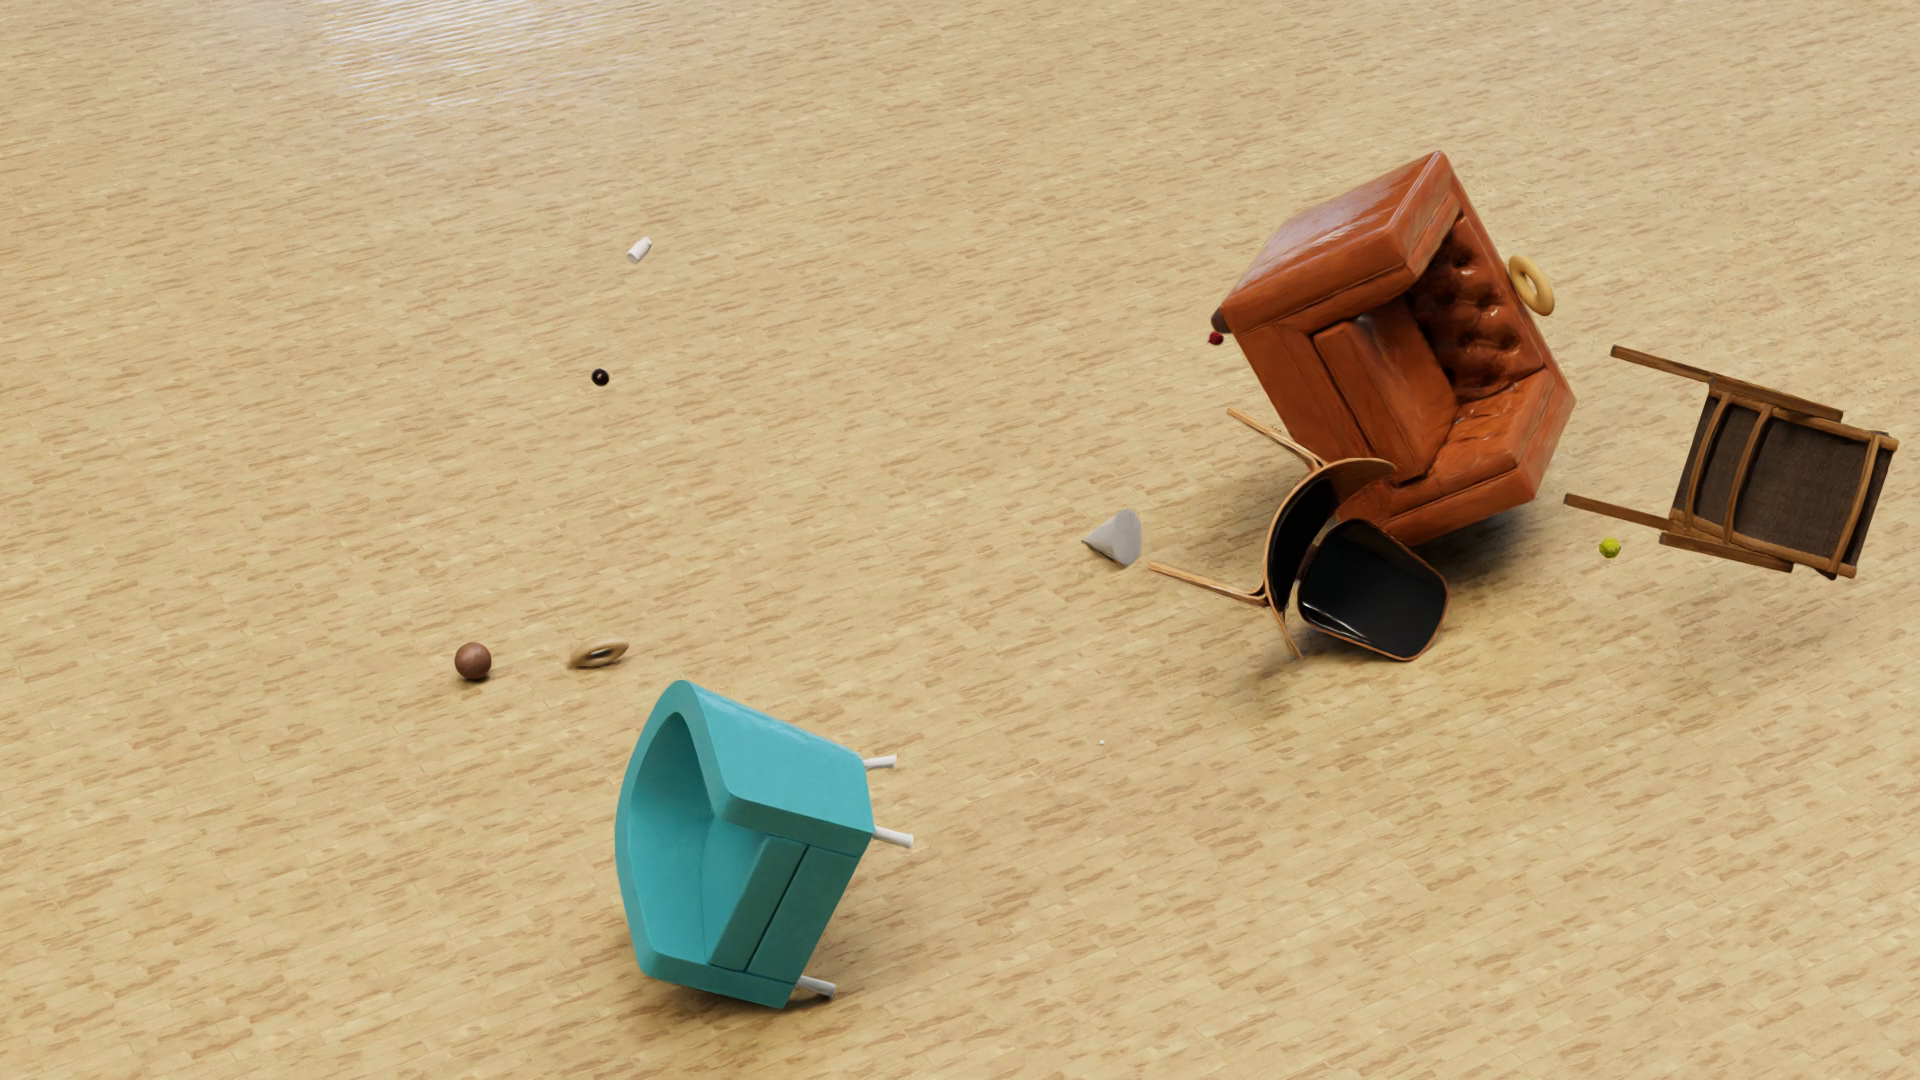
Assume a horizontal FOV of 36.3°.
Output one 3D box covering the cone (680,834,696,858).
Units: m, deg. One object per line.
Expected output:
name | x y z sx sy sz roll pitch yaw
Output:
cone | -0.874 0.970 9.393 0.038 0.087 0.058 19 38 26

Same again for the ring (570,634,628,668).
ring | -1.263 0.388 10.260 0.213 0.101 0.061 -16 39 -3

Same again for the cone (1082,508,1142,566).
cone | 0.531 -0.005 10.869 0.223 0.211 0.180 -4 -15 42

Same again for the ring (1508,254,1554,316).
ring | 2.101 -0.939 10.780 0.049 0.149 0.280 -14 60 -27
